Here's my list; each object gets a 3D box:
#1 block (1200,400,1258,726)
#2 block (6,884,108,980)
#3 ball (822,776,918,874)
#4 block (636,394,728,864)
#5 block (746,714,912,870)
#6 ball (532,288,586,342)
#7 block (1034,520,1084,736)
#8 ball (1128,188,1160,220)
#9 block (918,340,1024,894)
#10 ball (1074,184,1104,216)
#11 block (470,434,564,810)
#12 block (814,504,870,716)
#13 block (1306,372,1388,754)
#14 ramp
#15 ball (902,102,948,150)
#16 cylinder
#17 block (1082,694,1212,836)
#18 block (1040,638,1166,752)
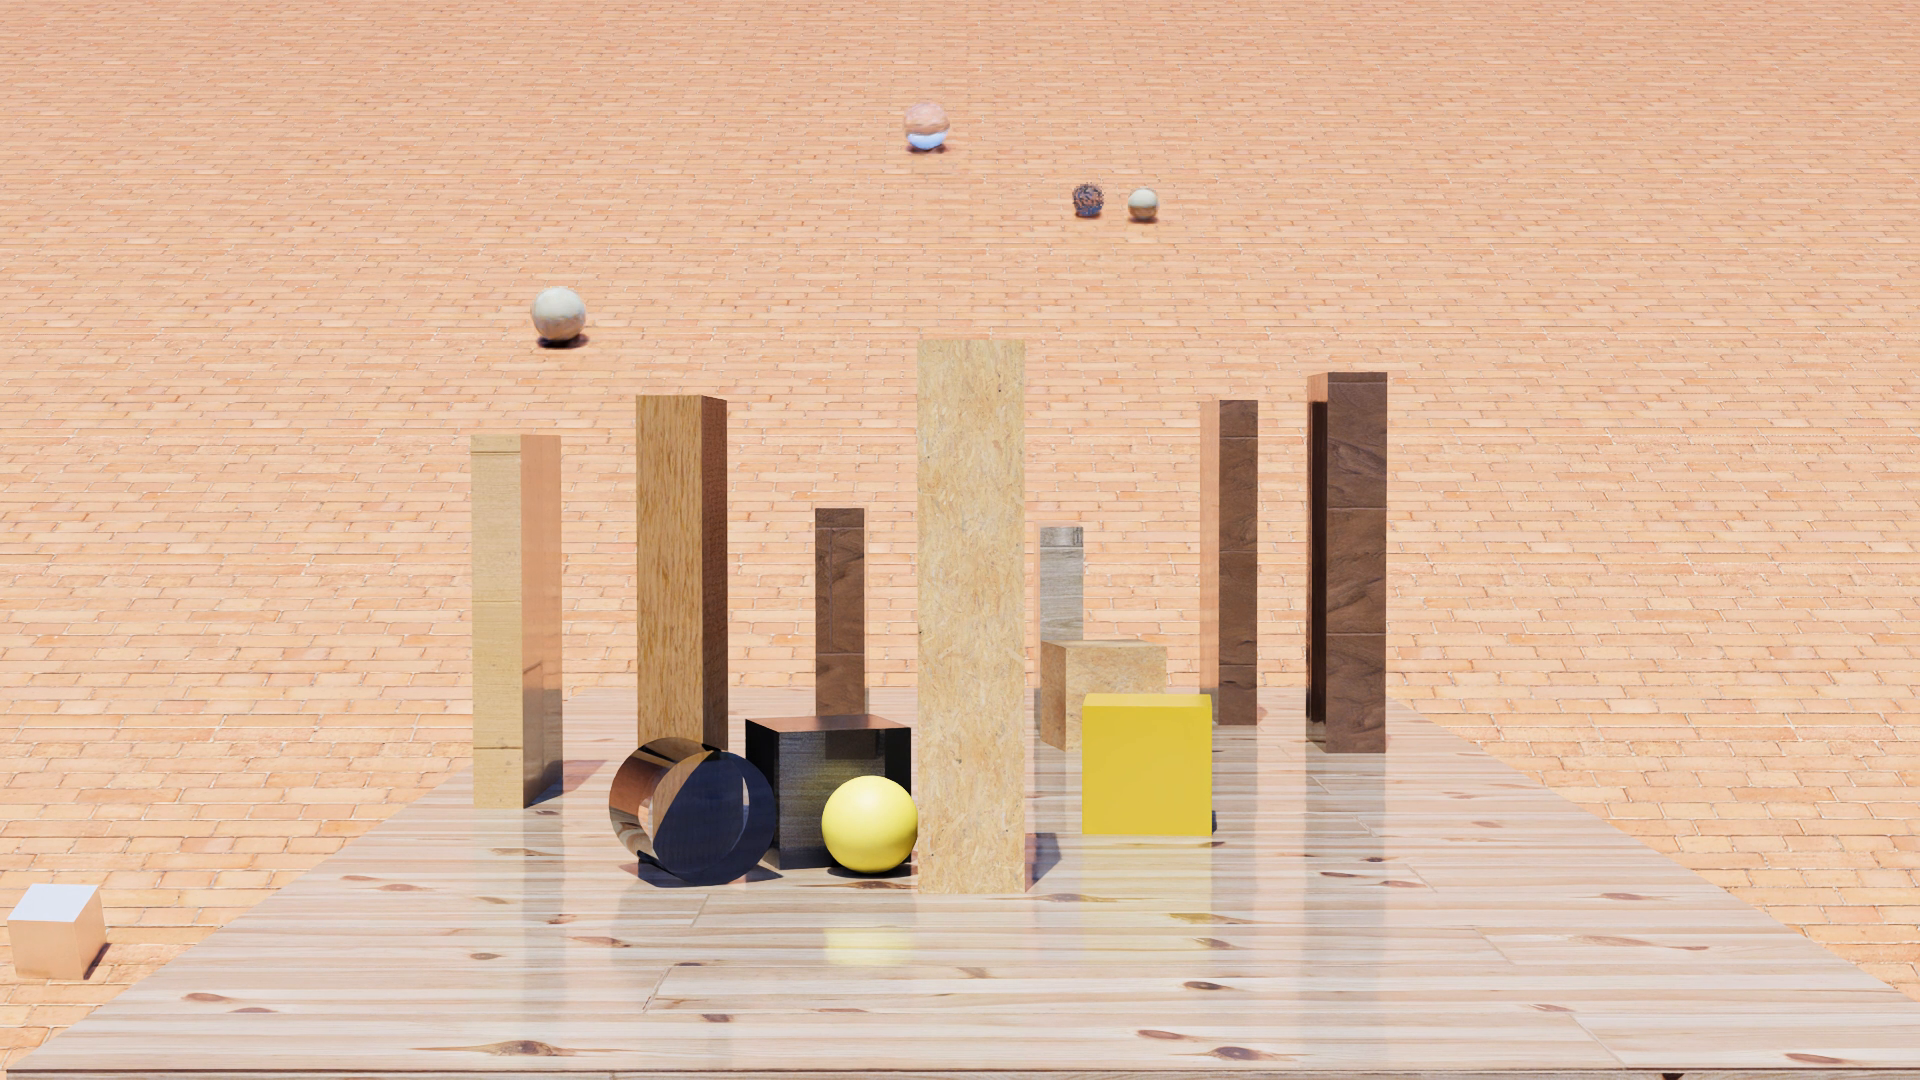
[{"bbox_3d":[0.610,0.042,5.869,0.085,0.715,0.441,0,2,0],"label":"block"},{"bbox_3d":[-1.942,0.842,5.545,0.146,0.146,0.146,1,24,3],"label":"block"},{"bbox_3d":[-0.129,0.409,3.701,0.141,0.141,0.141,0,24,0],"label":"ball"},{"bbox_3d":[-0.427,0.124,3.992,0.096,0.689,0.423,0,2,0],"label":"block"},{"bbox_3d":[-0.199,0.374,3.856,0.201,0.201,0.201,-1,2,-19],"label":"block"},{"bbox_3d":[-1.428,-0.802,9.175,0.194,0.194,0.194,0,24,0],"label":"ball"},{"bbox_3d":[0.213,0.187,5.605,0.090,0.445,0.442,0,2,0],"label":"block"},{"bbox_3d":[0.749,-1.371,10.530,0.131,0.131,0.131,0,24,0],"label":"ball"},{"bbox_3d":[0.015,0.101,3.656,0.147,0.759,0.266,0,2,0],"label":"block"},{"bbox_3d":[0.529,-1.399,10.600,0.126,0.126,0.126,0,24,0],"label":"ball"},{"bbox_3d":[-0.782,0.131,4.573,0.084,0.635,0.444,0,2,0],"label":"block"},{"bbox_3d":[-0.238,0.178,5.239,0.098,0.492,0.264,0,2,0],"label":"block"},{"bbox_3d":[0.790,0.041,5.280,0.119,0.761,0.300,0,2,0],"label":"block"},{"bbox_3d":[0.055,0.499,4.546,2.000,0.100,4.000,0,2,0],"label":"ramp"},{"bbox_3d":[-0.153,-1.852,11.514,0.207,0.207,0.207,0,24,0],"label":"ball"},{"bbox_3d":[-0.384,0.386,3.683,0.190,0.190,0.190,-11,6,-23],"label":"cylinder"},{"bbox_3d":[0.304,0.360,4.166,0.204,0.204,0.204,0,2,5],"label":"block"},{"bbox_3d":[0.293,0.317,5.289,0.210,0.210,0.210,0,2,-12],"label":"block"}]
